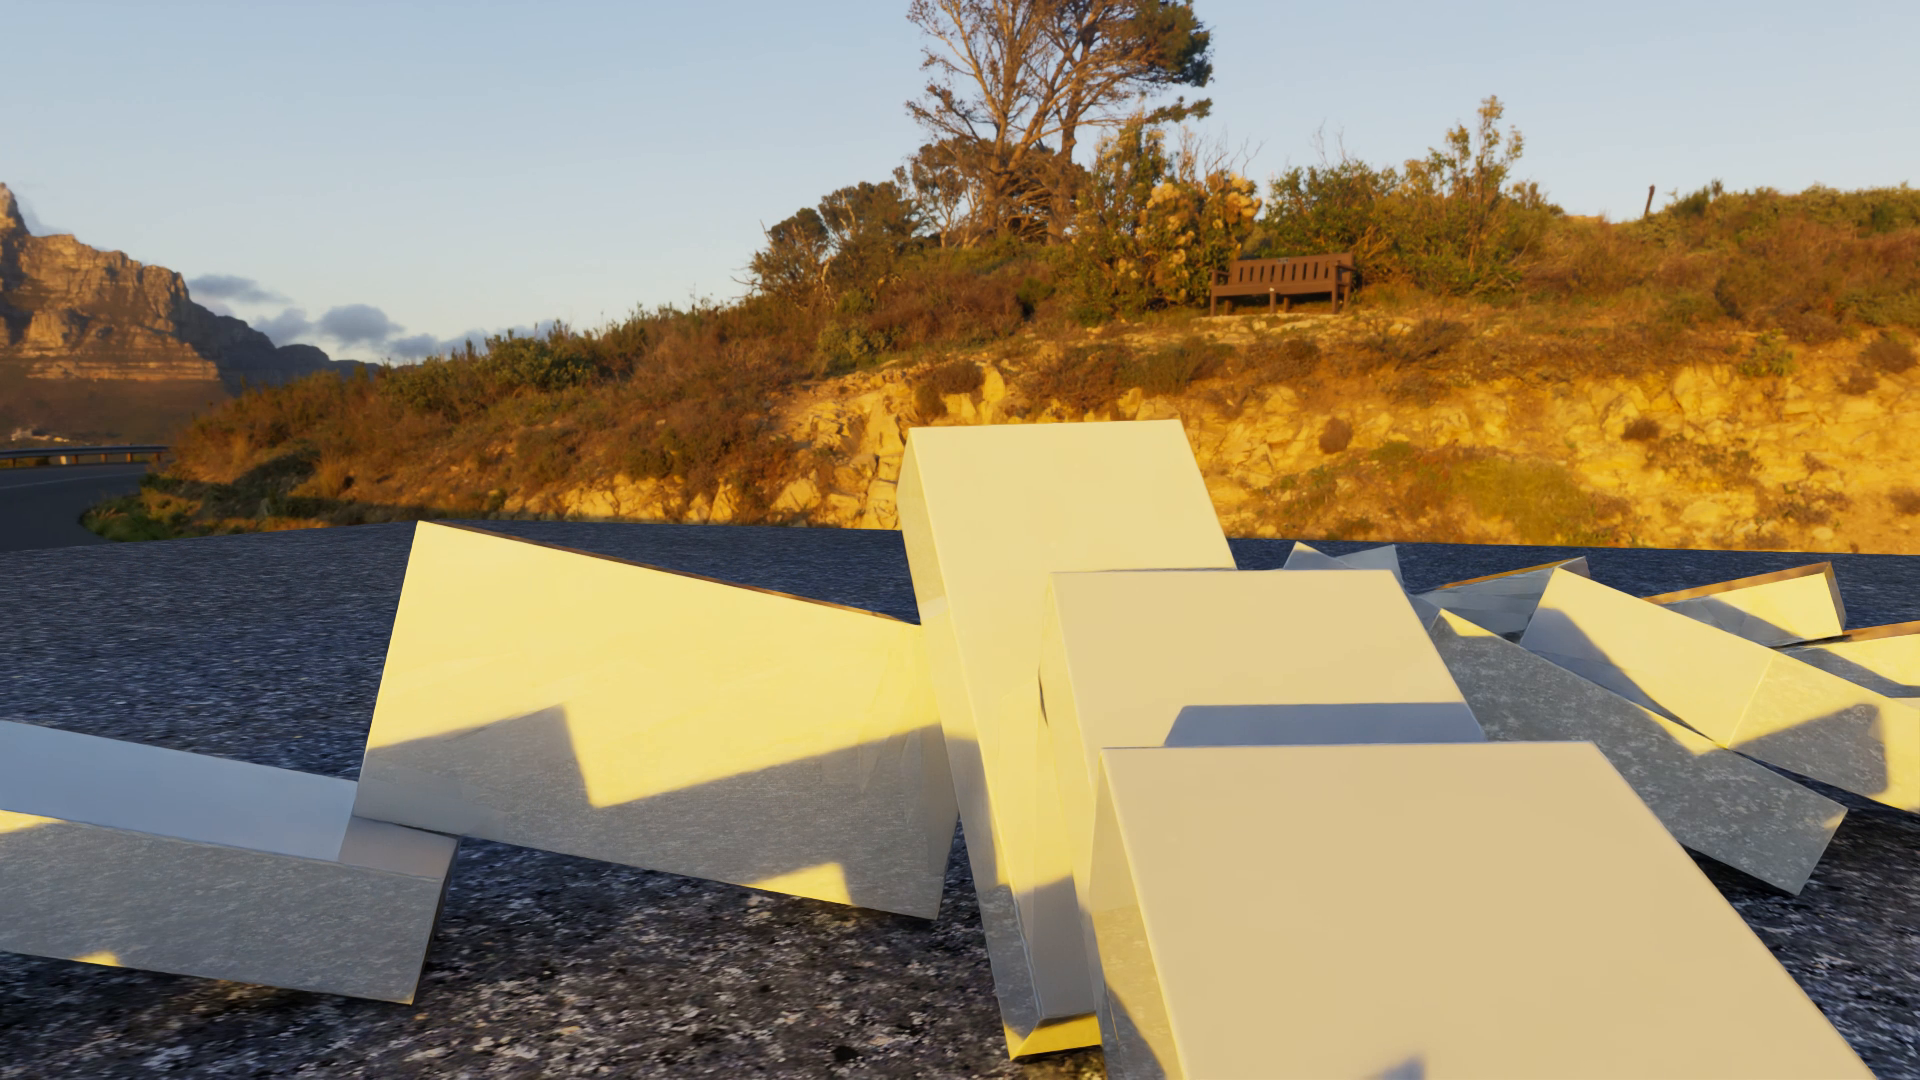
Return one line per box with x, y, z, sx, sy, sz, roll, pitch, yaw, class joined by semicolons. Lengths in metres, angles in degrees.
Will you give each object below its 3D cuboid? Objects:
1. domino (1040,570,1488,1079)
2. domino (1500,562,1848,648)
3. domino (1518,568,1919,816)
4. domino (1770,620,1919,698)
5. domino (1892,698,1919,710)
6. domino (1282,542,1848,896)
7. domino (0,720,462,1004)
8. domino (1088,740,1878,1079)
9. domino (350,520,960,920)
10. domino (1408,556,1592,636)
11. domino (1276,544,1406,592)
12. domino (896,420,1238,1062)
0.020;0.020;0.074;0.025;0.010;0.050;0;35;-4;domino
0.118;0.015;0.215;0.050;0.009;0.025;-17;-7;36;domino
0.087;0.018;0.135;0.050;0.009;0.025;18;9;-25;domino
0.139;0.018;0.187;0.025;0.010;0.050;-4;-9;-45;domino
0.132;0.027;0.143;0.025;0.009;0.050;0;4;-5;domino
0.056;0.017;0.125;0.050;0.010;0.025;24;6;-17;domino
-0.066;0.024;0.101;0.050;0.010;0.025;14;-2;-16;domino
0.021;0.026;0.044;0.025;0.010;0.050;0;26;-3;domino
-0.024;0.016;0.115;0.050;0.025;0.010;12;-2;-8;domino
0.086;0.014;0.234;0.050;0.010;0.025;-16;-6;36;domino
0.060;0.012;0.257;0.050;0.009;0.025;-12;-5;-3;domino
0.012;0.013;0.102;0.025;0.050;0.010;-3;-36;-14;domino
